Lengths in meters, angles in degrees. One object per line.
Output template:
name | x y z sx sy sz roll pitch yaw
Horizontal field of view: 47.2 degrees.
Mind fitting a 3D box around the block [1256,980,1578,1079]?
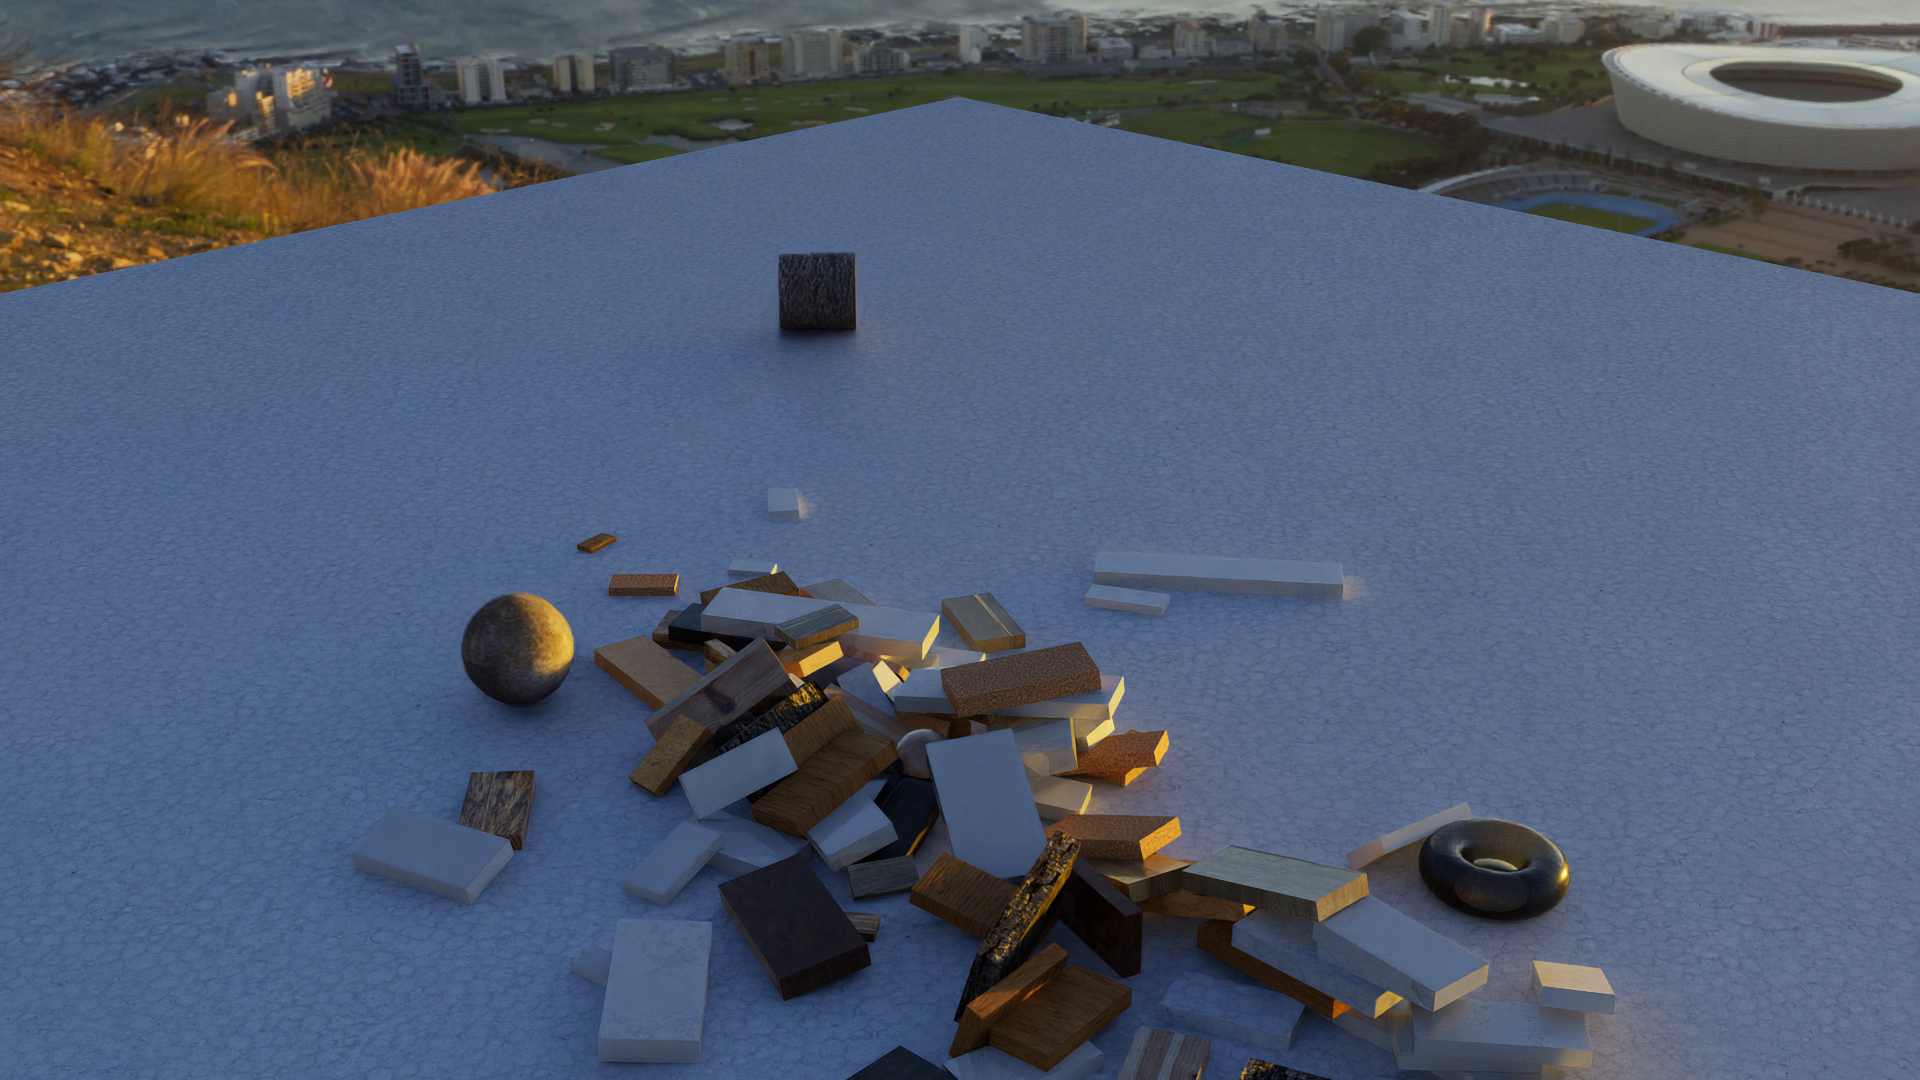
block | 0.774 0.837 3.747 0.580 0.033 0.117 21 31 40

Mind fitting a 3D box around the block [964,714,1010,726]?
block | 0.015 0.349 4.758 0.091 0.026 0.306 -22 17 -29

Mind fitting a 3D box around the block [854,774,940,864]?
block | -0.125 0.560 4.340 0.123 0.035 0.247 10 34 19

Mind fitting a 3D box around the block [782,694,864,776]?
block | -0.294 0.405 4.489 0.190 0.095 0.027 -35 4 -33

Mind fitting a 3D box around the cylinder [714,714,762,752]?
cylinder | -0.413 0.435 4.556 0.141 0.141 0.141 -16 28 -32

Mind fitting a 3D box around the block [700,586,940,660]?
block | -0.322 0.191 5.072 0.526 0.043 0.153 7 24 12

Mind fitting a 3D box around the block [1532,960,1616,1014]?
block | 1.048 0.765 3.768 0.117 0.033 0.282 5 -1 12

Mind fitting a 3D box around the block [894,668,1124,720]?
block | 0.104 0.324 4.636 0.467 0.036 0.129 1 24 18

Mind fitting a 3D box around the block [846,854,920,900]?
block | -0.146 0.642 4.181 0.131 0.018 0.065 -7 59 -17

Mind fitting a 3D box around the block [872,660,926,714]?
block | -0.140 0.340 4.799 0.155 0.022 0.077 48 30 -3

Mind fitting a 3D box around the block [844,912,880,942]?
block | -0.216 0.712 4.060 0.131 0.018 0.065 3 23 8

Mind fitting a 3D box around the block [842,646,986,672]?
block | -0.126 0.281 5.054 0.347 0.035 0.125 6 24 14

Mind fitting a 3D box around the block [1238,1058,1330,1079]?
block | 0.567 0.917 3.555 0.246 0.035 0.123 11 25 24

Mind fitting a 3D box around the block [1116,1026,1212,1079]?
block | 0.317 0.902 3.590 0.123 0.035 0.295 7 24 17

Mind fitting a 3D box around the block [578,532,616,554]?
block | -0.945 0.008 5.725 0.048 0.014 0.096 14 27 30

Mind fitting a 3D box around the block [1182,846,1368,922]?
block | 0.555 0.605 3.893 0.134 0.038 0.318 -19 15 -37

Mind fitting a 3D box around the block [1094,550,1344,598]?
block | 0.647 0.086 5.511 0.612 0.037 0.131 3 23 7

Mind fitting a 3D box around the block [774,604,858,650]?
block | -0.324 0.196 4.978 0.172 0.024 0.086 -19 33 -33

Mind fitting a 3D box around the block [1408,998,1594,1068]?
block | 0.890 0.812 3.634 0.285 0.035 0.123 3 22 6

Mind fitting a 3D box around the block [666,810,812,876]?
block | -0.433 0.598 4.304 0.257 0.036 0.129 14 27 30

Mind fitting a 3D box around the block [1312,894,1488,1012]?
block | 0.738 0.691 3.697 0.134 0.038 0.267 -17 29 -35

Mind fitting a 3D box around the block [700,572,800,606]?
block | -0.513 0.137 5.370 0.218 0.031 0.109 -15 28 -19

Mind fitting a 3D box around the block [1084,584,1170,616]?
block | 0.409 0.146 5.386 0.196 0.023 0.081 8 24 18

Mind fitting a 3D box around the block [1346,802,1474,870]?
block | 0.874 0.575 4.271 0.233 0.033 0.117 -15 -17 -32

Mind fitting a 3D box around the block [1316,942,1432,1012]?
block | 0.736 0.714 3.731 0.233 0.033 0.117 21 31 39

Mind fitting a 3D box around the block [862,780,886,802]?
block | -0.188 0.540 4.458 0.086 0.024 0.172 1 23 2

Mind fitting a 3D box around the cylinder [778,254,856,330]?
cylinder | -0.477 -0.833 7.400 0.253 0.253 0.253 -1 23 -2

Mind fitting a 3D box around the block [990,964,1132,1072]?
block | 0.172 0.807 3.727 0.121 0.034 0.242 17 29 35

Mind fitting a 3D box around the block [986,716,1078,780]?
block | 0.147 0.403 4.585 0.177 0.050 0.390 -13 14 4

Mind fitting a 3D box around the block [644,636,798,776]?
block | -0.505 0.349 4.640 0.307 0.043 0.153 -36 46 -3

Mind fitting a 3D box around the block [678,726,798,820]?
block | -0.442 0.464 4.382 0.221 0.095 0.027 -26 0 -18

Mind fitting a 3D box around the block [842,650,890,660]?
block | -0.244 0.226 5.098 0.218 0.031 0.109 14 27 29

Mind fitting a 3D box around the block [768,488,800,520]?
block | -0.479 -0.099 5.965 0.081 0.023 0.162 -2 23 -5

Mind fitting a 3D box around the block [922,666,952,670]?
block | -0.050 0.319 4.805 0.091 0.026 0.182 -4 16 9

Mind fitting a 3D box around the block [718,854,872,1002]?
block | -0.305 0.701 4.011 0.169 0.048 0.337 -20 28 -18

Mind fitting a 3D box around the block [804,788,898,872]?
block | -0.257 0.534 4.362 0.140 0.040 0.378 -26 25 -14

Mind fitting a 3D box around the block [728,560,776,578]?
block | -0.525 0.075 5.565 0.112 0.016 0.056 4 23 9

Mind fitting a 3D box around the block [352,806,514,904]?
block | -1.017 0.605 4.239 0.280 0.040 0.140 12 41 25

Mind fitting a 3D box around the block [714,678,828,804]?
block | -0.361 0.409 4.487 0.262 0.131 0.037 -37 4 -33

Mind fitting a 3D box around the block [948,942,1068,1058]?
block | 0.085 0.788 3.742 0.034 0.121 0.242 36 38 25

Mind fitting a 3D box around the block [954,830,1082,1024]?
block | 0.103 0.683 3.857 0.050 0.177 0.354 25 37 12

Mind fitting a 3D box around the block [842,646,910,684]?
block | -0.183 0.285 4.945 0.155 0.077 0.022 18 71 29
